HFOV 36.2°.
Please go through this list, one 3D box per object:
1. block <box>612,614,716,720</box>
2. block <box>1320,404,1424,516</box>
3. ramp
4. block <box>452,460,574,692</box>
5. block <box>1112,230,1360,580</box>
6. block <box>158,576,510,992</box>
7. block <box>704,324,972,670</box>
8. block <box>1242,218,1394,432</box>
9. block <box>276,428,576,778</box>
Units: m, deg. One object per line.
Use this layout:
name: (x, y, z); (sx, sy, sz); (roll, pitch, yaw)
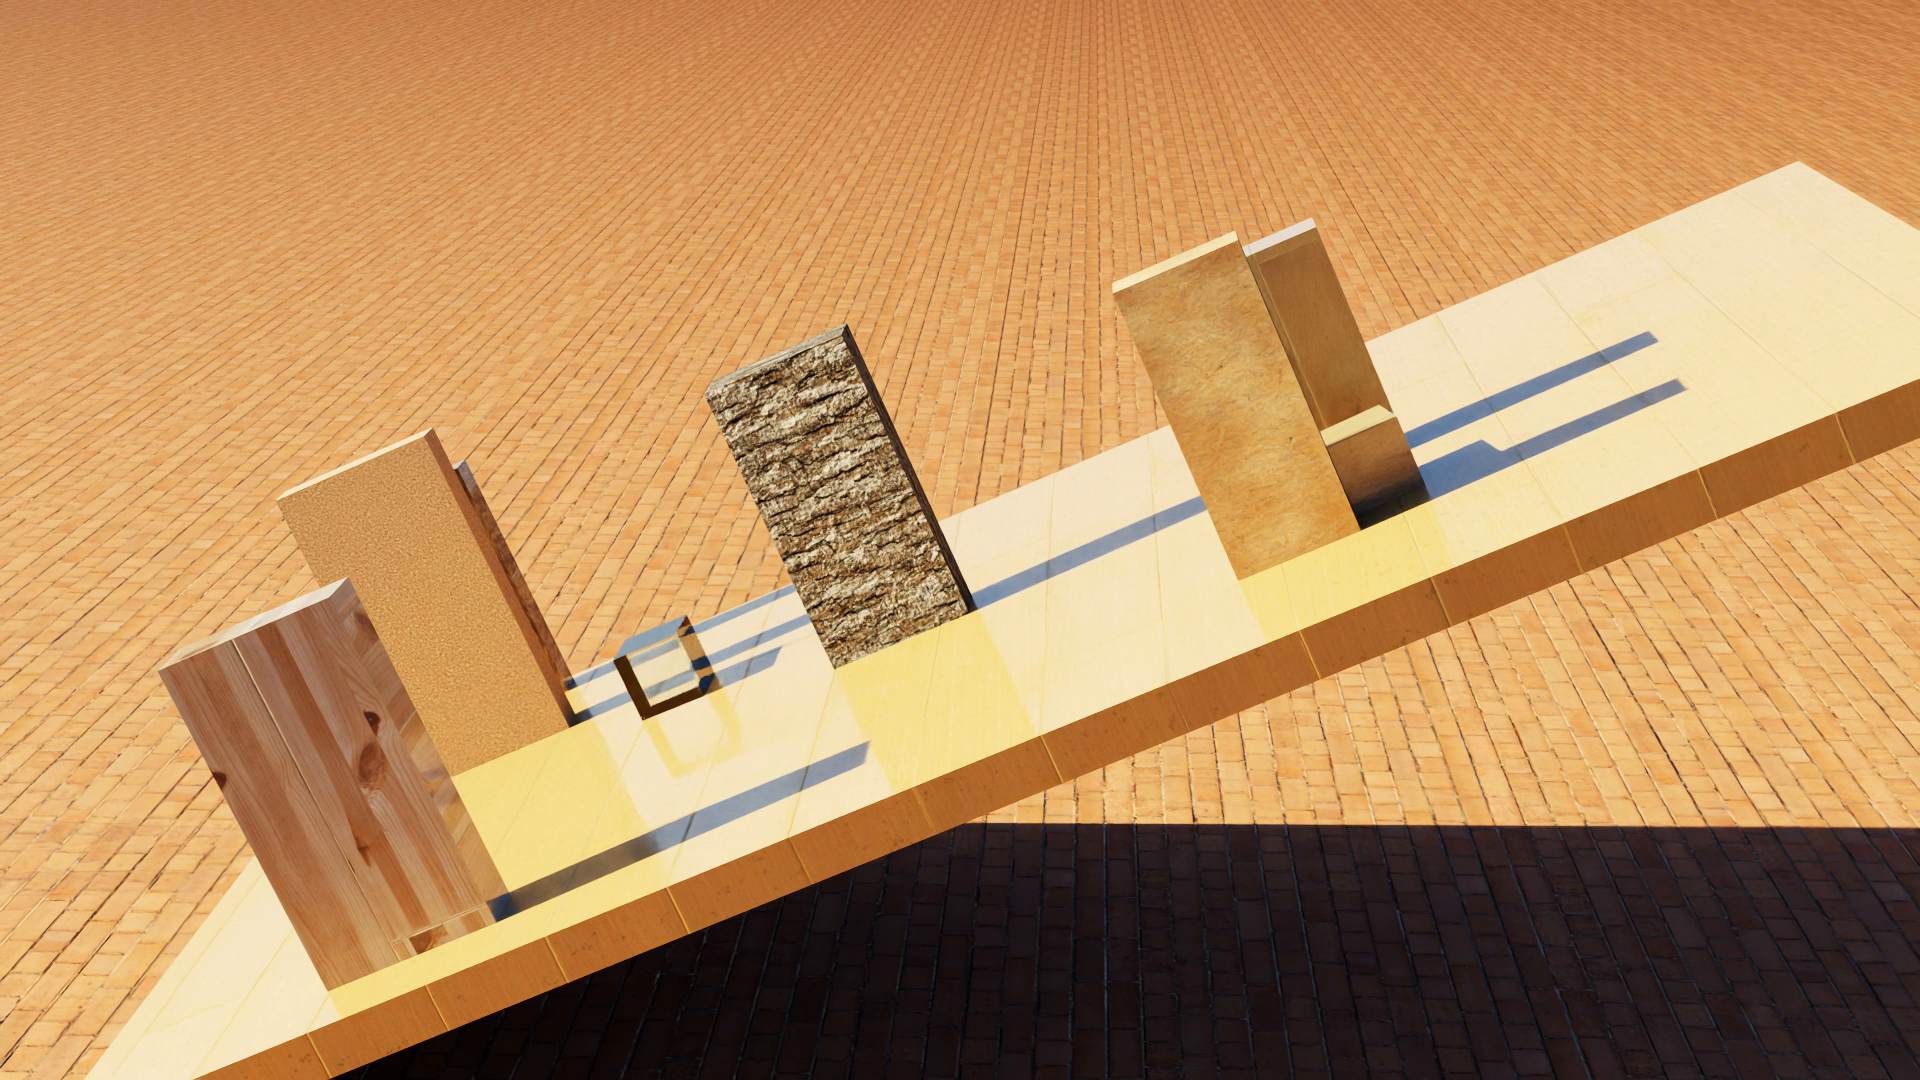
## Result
block: (-0.673, 0.290, 6.704); (0.156, 0.156, 0.156); (-22, 13, 11)
block: (0.804, -0.158, 5.801); (0.149, 0.149, 0.149); (-25, 13, 0)
ramp: (0.131, 0.170, 6.285); (4.000, 0.100, 2.000); (-23, 13, 8)
block: (-1.241, 0.150, 7.272); (0.325, 0.618, 0.091); (-23, 13, 8)
block: (0.531, -0.255, 5.642); (0.254, 0.613, 0.112); (-23, 13, 8)
block: (-1.201, 0.473, 5.674); (0.368, 0.710, 0.143); (-23, 13, 8)
block: (-0.258, -0.093, 6.330); (0.320, 0.663, 0.139); (-23, 13, 8)
block: (0.633, -0.344, 6.064); (0.414, 0.503, 0.123); (-23, 13, 8)
block: (-1.246, 0.163, 6.887); (0.387, 0.766, 0.093); (-23, 13, 8)
